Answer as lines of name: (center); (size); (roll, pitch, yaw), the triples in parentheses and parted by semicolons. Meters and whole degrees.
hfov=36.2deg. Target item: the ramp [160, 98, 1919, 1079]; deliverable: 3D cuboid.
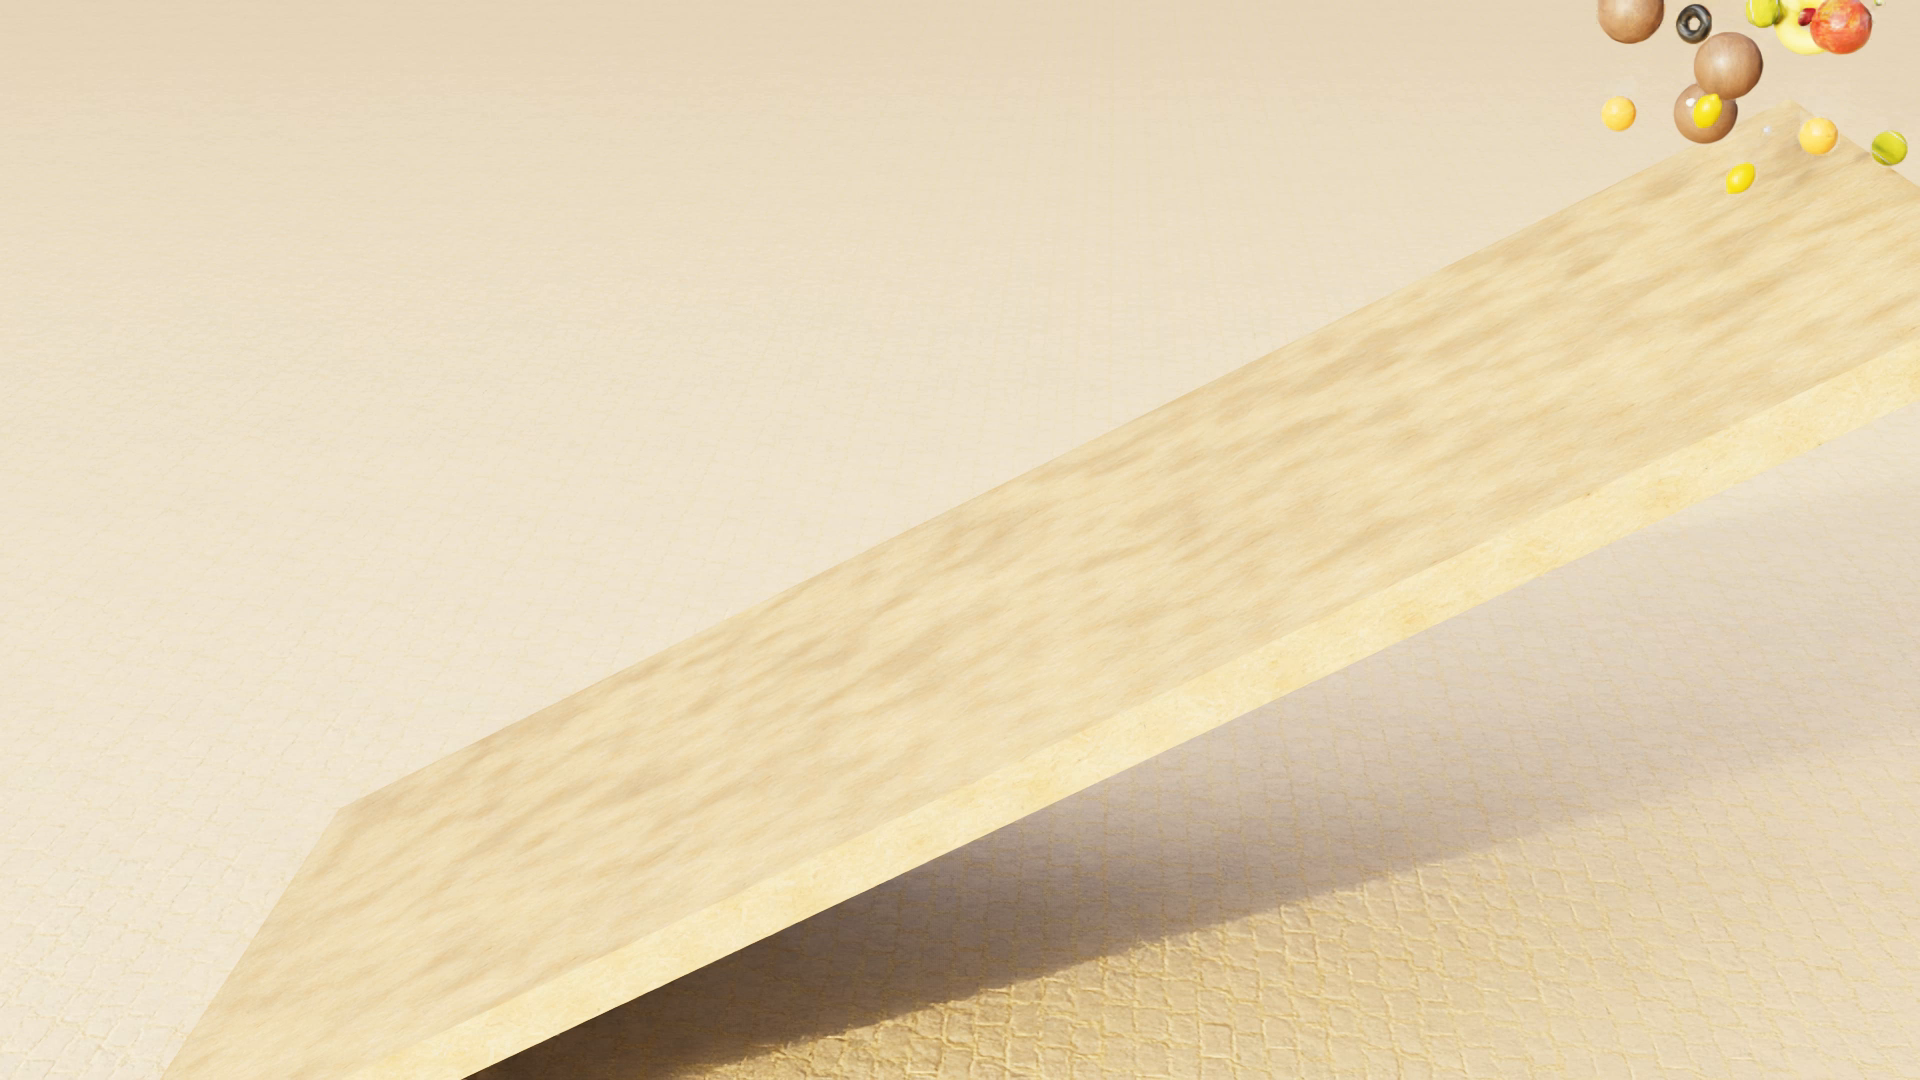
ramp: (0.140, 0.167, 6.281); (4.000, 0.100, 2.000); (-26, 14, 10)

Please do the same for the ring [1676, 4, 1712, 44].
ring: (1.428, -1.004, 5.721); (0.077, 0.077, 0.026); (16, 17, 42)
